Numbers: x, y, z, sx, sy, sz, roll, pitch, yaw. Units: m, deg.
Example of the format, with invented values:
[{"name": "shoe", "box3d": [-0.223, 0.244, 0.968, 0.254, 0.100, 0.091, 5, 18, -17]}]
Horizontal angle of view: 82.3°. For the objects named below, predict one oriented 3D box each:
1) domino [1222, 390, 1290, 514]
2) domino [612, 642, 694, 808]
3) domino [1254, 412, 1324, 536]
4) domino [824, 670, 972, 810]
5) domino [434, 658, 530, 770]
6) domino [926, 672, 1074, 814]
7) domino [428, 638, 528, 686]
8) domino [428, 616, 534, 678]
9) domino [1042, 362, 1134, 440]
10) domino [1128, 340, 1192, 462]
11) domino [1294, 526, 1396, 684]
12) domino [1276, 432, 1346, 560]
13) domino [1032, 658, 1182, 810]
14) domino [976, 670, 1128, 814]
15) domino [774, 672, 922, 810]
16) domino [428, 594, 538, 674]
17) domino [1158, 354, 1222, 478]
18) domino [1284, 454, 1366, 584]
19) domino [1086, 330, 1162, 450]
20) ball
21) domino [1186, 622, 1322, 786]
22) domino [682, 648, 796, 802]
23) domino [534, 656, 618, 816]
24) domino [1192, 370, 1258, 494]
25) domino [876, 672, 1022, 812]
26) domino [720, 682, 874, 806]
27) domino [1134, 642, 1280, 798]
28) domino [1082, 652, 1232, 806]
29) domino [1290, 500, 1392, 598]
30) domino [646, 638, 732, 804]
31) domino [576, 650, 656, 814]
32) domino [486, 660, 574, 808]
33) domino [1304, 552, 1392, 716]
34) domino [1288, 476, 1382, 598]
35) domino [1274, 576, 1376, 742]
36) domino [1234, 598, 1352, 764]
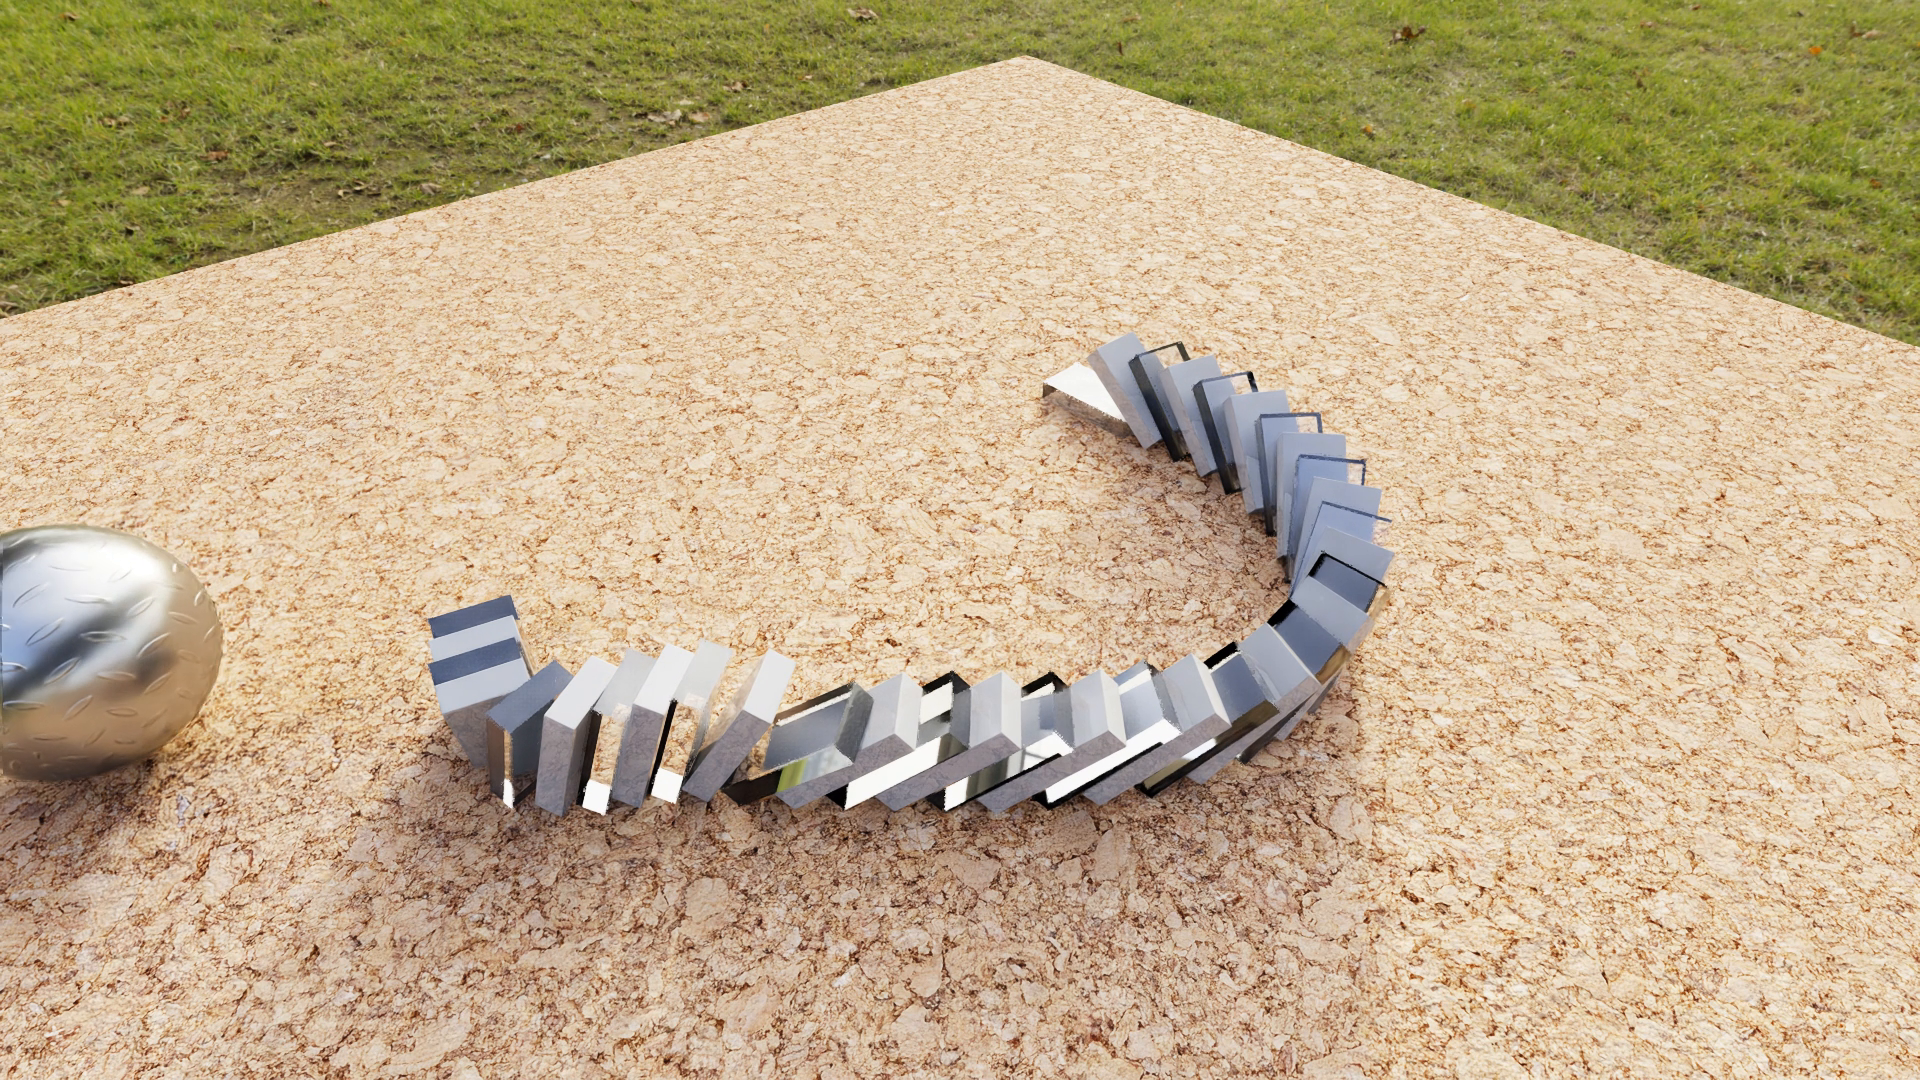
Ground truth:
[{"name": "domino", "box3d": [0.130, -0.038, 0.466, 0.025, 0.010, 0.050, -7, 78, -9]}, {"name": "domino", "box3d": [-0.095, 0.058, 0.340, 0.009, 0.050, 0.025, 22, 40, -4]}, {"name": "domino", "box3d": [0.138, -0.027, 0.454, 0.025, 0.010, 0.050, -2, 77, -2]}, {"name": "domino", "box3d": [-0.019, 0.063, 0.344, 0.050, 0.010, 0.025, -31, 32, 25]}, {"name": "domino", "box3d": [-0.145, 0.055, 0.344, 0.025, 0.050, 0.009, -18, 66, -21]}, {"name": "domino", "box3d": [0.012, 0.063, 0.343, 0.050, 0.010, 0.025, -32, 31, 25]}, {"name": "domino", "box3d": [-0.150, 0.049, 0.351, 0.025, 0.050, 0.009, -18, 66, -21]}, {"name": "domino", "box3d": [-0.153, 0.043, 0.359, 0.025, 0.050, 0.010, -18, 66, -21]}, {"name": "domino", "box3d": [0.066, -0.067, 0.525, 0.025, 0.009, 0.050, -32, 49, -33]}, {"name": "domino", "box3d": [0.098, -0.063, 0.497, 0.025, 0.009, 0.050, -20, 82, -23]}, {"name": "domino", "box3d": [0.132, 0.023, 0.391, 0.025, 0.010, 0.050, 25, 88, 27]}, {"name": "domino", "box3d": [0.141, -0.017, 0.440, 0.025, 0.009, 0.050, 2, 80, 2]}, {"name": "domino", "box3d": [0.043, 0.061, 0.345, 0.050, 0.009, 0.025, -36, 35, 21]}, {"name": "domino", "box3d": [0.027, 0.063, 0.343, 0.050, 0.010, 0.025, -33, 32, 24]}, {"name": "domino", "box3d": [-0.035, 0.063, 0.344, 0.050, 0.009, 0.025, -30, 31, 25]}, {"name": "domino", "box3d": [-0.157, 0.037, 0.366, 0.025, 0.050, 0.009, -18, 66, -21]}, {"name": "domino", "box3d": [0.110, -0.055, 0.488, 0.025, 0.009, 0.050, -18, 81, -20]}, {"name": "domino", "box3d": [0.142, -0.007, 0.428, 0.025, 0.009, 0.050, 7, 81, 8]}, {"name": "domino", "box3d": [0.082, -0.069, 0.505, 0.025, 0.009, 0.050, -29, 85, -31]}, {"name": "ball", "box3d": [-0.280, 0.035, 0.345, 0.080, 0.080, 0.080, 0, 39, 0]}, {"name": "domino", "box3d": [0.088, 0.053, 0.355, 0.050, 0.010, 0.025, -43, 42, 13]}, {"name": "domino", "box3d": [-0.069, 0.058, 0.342, 0.009, 0.050, 0.025, 30, 39, -13]}, {"name": "domino", "box3d": [-0.118, 0.061, 0.337, 0.010, 0.050, 0.025, 26, 43, 0]}, {"name": "domino", "box3d": [0.121, -0.047, 0.478, 0.025, 0.009, 0.050, -12, 79, -14]}, {"name": "domino", "box3d": [-0.004, 0.063, 0.343, 0.050, 0.010, 0.025, -31, 31, 25]}, {"name": "domino", "box3d": [-0.051, 0.064, 0.342, 0.050, 0.009, 0.025, -26, 30, 31]}, {"name": "domino", "box3d": [0.074, 0.057, 0.349, 0.050, 0.009, 0.025, -39, 39, 17]}, {"name": "domino", "box3d": [0.058, 0.060, 0.346, 0.050, 0.010, 0.025, -37, 36, 20]}, {"name": "domino", "box3d": [0.137, 0.013, 0.402, 0.025, 0.010, 0.050, 18, 85, 21]}, {"name": "domino", "box3d": [-0.084, 0.057, 0.342, 0.010, 0.050, 0.025, 22, 40, -4]}, {"name": "domino", "box3d": [-0.106, 0.060, 0.339, 0.010, 0.050, 0.025, 22, 40, -4]}, {"name": "domino", "box3d": [-0.131, 0.060, 0.338, 0.009, 0.050, 0.025, 36, 49, 10]}, {"name": "domino", "box3d": [0.124, 0.032, 0.380, 0.025, 0.010, 0.050, 33, 92, 34]}, {"name": "domino", "box3d": [0.141, 0.003, 0.415, 0.025, 0.009, 0.050, 12, 83, 14]}, {"name": "domino", "box3d": [0.113, 0.040, 0.371, 0.050, 0.010, 0.025, -53, 51, 4]}, {"name": "domino", "box3d": [0.101, 0.047, 0.362, 0.050, 0.010, 0.025, -49, 47, 8]}]
